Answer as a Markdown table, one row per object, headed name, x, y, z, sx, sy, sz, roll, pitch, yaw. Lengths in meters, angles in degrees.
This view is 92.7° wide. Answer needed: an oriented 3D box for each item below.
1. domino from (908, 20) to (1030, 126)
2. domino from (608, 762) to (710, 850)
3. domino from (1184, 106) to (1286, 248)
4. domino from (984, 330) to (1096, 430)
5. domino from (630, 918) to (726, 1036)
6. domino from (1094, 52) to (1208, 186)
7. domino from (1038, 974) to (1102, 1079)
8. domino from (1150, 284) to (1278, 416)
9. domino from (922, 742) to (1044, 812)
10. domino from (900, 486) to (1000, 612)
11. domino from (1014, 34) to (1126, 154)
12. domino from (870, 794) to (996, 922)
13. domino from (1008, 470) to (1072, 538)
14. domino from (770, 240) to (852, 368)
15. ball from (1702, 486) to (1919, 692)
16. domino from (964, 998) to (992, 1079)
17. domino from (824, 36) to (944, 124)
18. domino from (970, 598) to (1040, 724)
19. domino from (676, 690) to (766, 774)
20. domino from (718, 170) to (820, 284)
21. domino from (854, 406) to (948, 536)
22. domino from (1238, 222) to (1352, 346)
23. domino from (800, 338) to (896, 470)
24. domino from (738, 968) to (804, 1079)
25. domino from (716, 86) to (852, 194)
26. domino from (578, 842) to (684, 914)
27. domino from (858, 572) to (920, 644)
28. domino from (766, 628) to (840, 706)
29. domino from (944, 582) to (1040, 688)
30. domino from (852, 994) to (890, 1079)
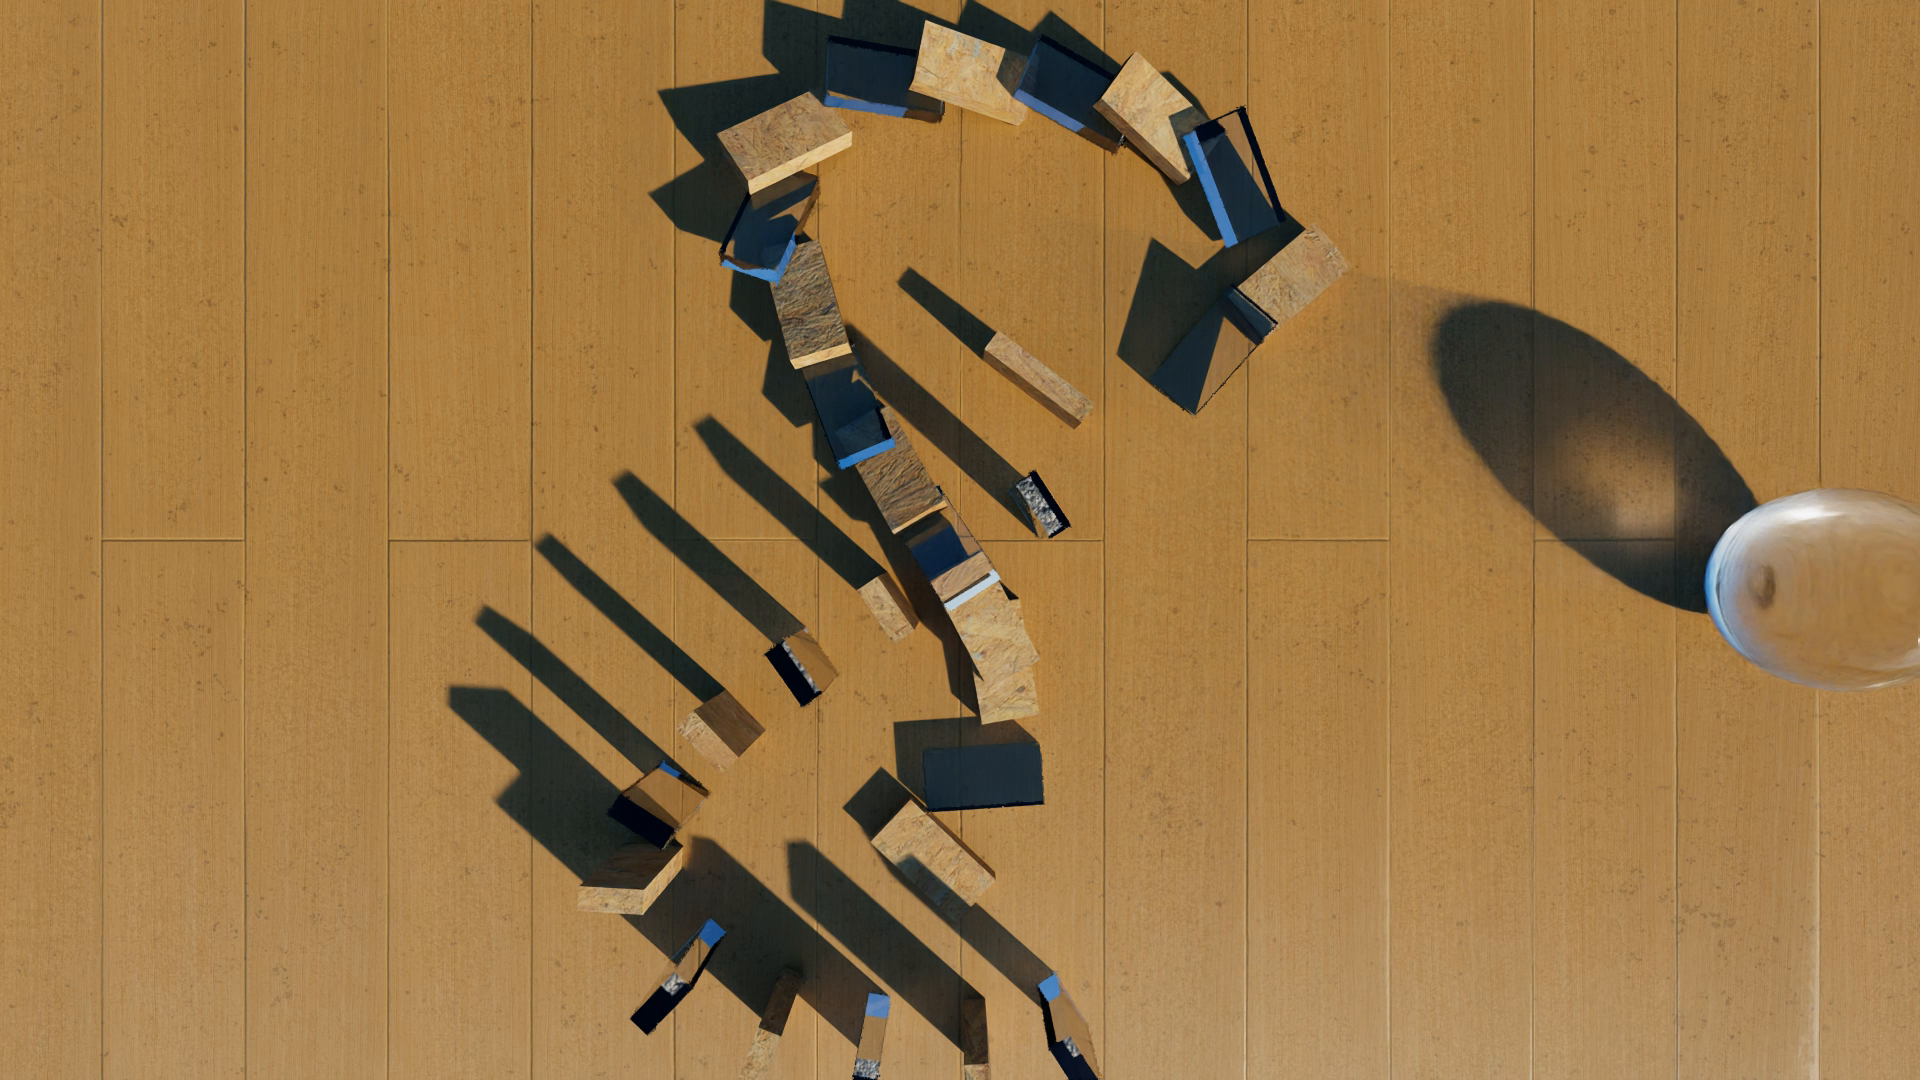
| name | x | y | z | sx | sy | sz | roll | pitch | yaw |
| --- | --- | --- | --- | --- | --- | --- | --- | --- | --- |
| domino | 0.006 | -0.197 | 0.389 | 0.050 | 0.010 | 0.025 | 11 | 90 | -16 |
| domino | -0.122 | 0.108 | 0.375 | 0.025 | 0.050 | 0.009 | 33 | 90 | 0 |
| domino | 0.117 | -0.153 | 0.389 | 0.025 | 0.010 | 0.050 | -27 | 100 | -10 |
| domino | 0.033 | -0.067 | 0.388 | 0.050 | 0.025 | 0.010 | 37 | 90 | 0 |
| domino | -0.114 | 0.177 | 0.375 | 0.010 | 0.050 | 0.025 | 44 | 90 | 0 |
| domino | 0.084 | -0.178 | 0.388 | 0.050 | 0.010 | 0.025 | 36 | 87 | -15 |
| domino | 0.045 | 0.202 | 0.375 | 0.010 | 0.050 | 0.025 | -33 | 90 | 0 |
| domino | 0.107 | -0.080 | 0.390 | 0.025 | 0.010 | 0.050 | 41 | 102 | 2 |
| domino | 0.010 | 0.102 | 0.395 | 0.050 | 0.010 | 0.025 | -4 | 90 | 0 |
| domino | -0.007 | 0.003 | 0.382 | 0.025 | 0.010 | 0.050 | -33 | 57 | -2 |
| domino | 0.051 | -0.189 | 0.390 | 0.050 | 0.010 | 0.025 | 23 | 90 | -13 |
| domino | -0.011 | 0.137 | 0.395 | 0.050 | 0.010 | 0.025 | 43 | 90 | 0 |
| domino | 0.032 | -0.014 | 0.375 | 0.009 | 0.050 | 0.025 | -33 | 90 | 0 |
| domino | -0.065 | -0.100 | 0.390 | 0.025 | 0.010 | 0.050 | -17 | 77 | 0 |
| ball | 0.343 | 0.019 | 0.360 | 0.080 | 0.080 | 0.080 | 0 | 90 | 0 |
| domino | 0.007 | 0.213 | 0.375 | 0.010 | 0.050 | 0.025 | -5 | 90 | 0 |
| domino | -0.031 | -0.196 | 0.390 | 0.050 | 0.010 | 0.025 | 3 | 90 | -13 |
| domino | 0.017 | 0.052 | 0.395 | 0.025 | 0.009 | 0.050 | -10 | 90 | 0 |
| domino | -0.097 | 0.077 | 0.375 | 0.009 | 0.050 | 0.025 | -44 | 90 | 0 |
| domino | -0.080 | -0.135 | 0.388 | 0.025 | 0.009 | 0.050 | 19 | 72 | 0 |
| domino | -0.029 | -0.029 | 0.388 | 0.025 | 0.009 | 0.050 | -30 | 73 | 0 |
| domino | 0.140 | -0.110 | 0.395 | 0.050 | 0.009 | 0.025 | -40 | 90 | 0 |
| domino | -0.048 | -0.058 | 0.388 | 0.025 | 0.010 | 0.050 | -23 | 73 | 0 |
| domino | -0.077 | 0.200 | 0.375 | 0.009 | 0.050 | 0.025 | 21 | 90 | 0 |
| domino | -0.074 | -0.169 | 0.388 | 0.050 | 0.010 | 0.025 | -32 | 83 | -14 |
| domino | -0.133 | 0.138 | 0.375 | 0.025 | 0.050 | 0.009 | 3 | 90 | 0 |
| domino | -0.028 | 0.027 | 0.375 | 0.010 | 0.050 | 0.025 | -34 | 90 | 0 |
| domino | -0.064 | 0.051 | 0.375 | 0.010 | 0.050 | 0.025 | -35 | 90 | 0 |
| domino | 0.011 | 0.034 | 0.386 | 0.025 | 0.010 | 0.050 | -28 | 90 | 0 |
| domino | -0.037 | 0.211 | 0.375 | 0.010 | 0.050 | 0.025 | 10 | 90 | 0 |
